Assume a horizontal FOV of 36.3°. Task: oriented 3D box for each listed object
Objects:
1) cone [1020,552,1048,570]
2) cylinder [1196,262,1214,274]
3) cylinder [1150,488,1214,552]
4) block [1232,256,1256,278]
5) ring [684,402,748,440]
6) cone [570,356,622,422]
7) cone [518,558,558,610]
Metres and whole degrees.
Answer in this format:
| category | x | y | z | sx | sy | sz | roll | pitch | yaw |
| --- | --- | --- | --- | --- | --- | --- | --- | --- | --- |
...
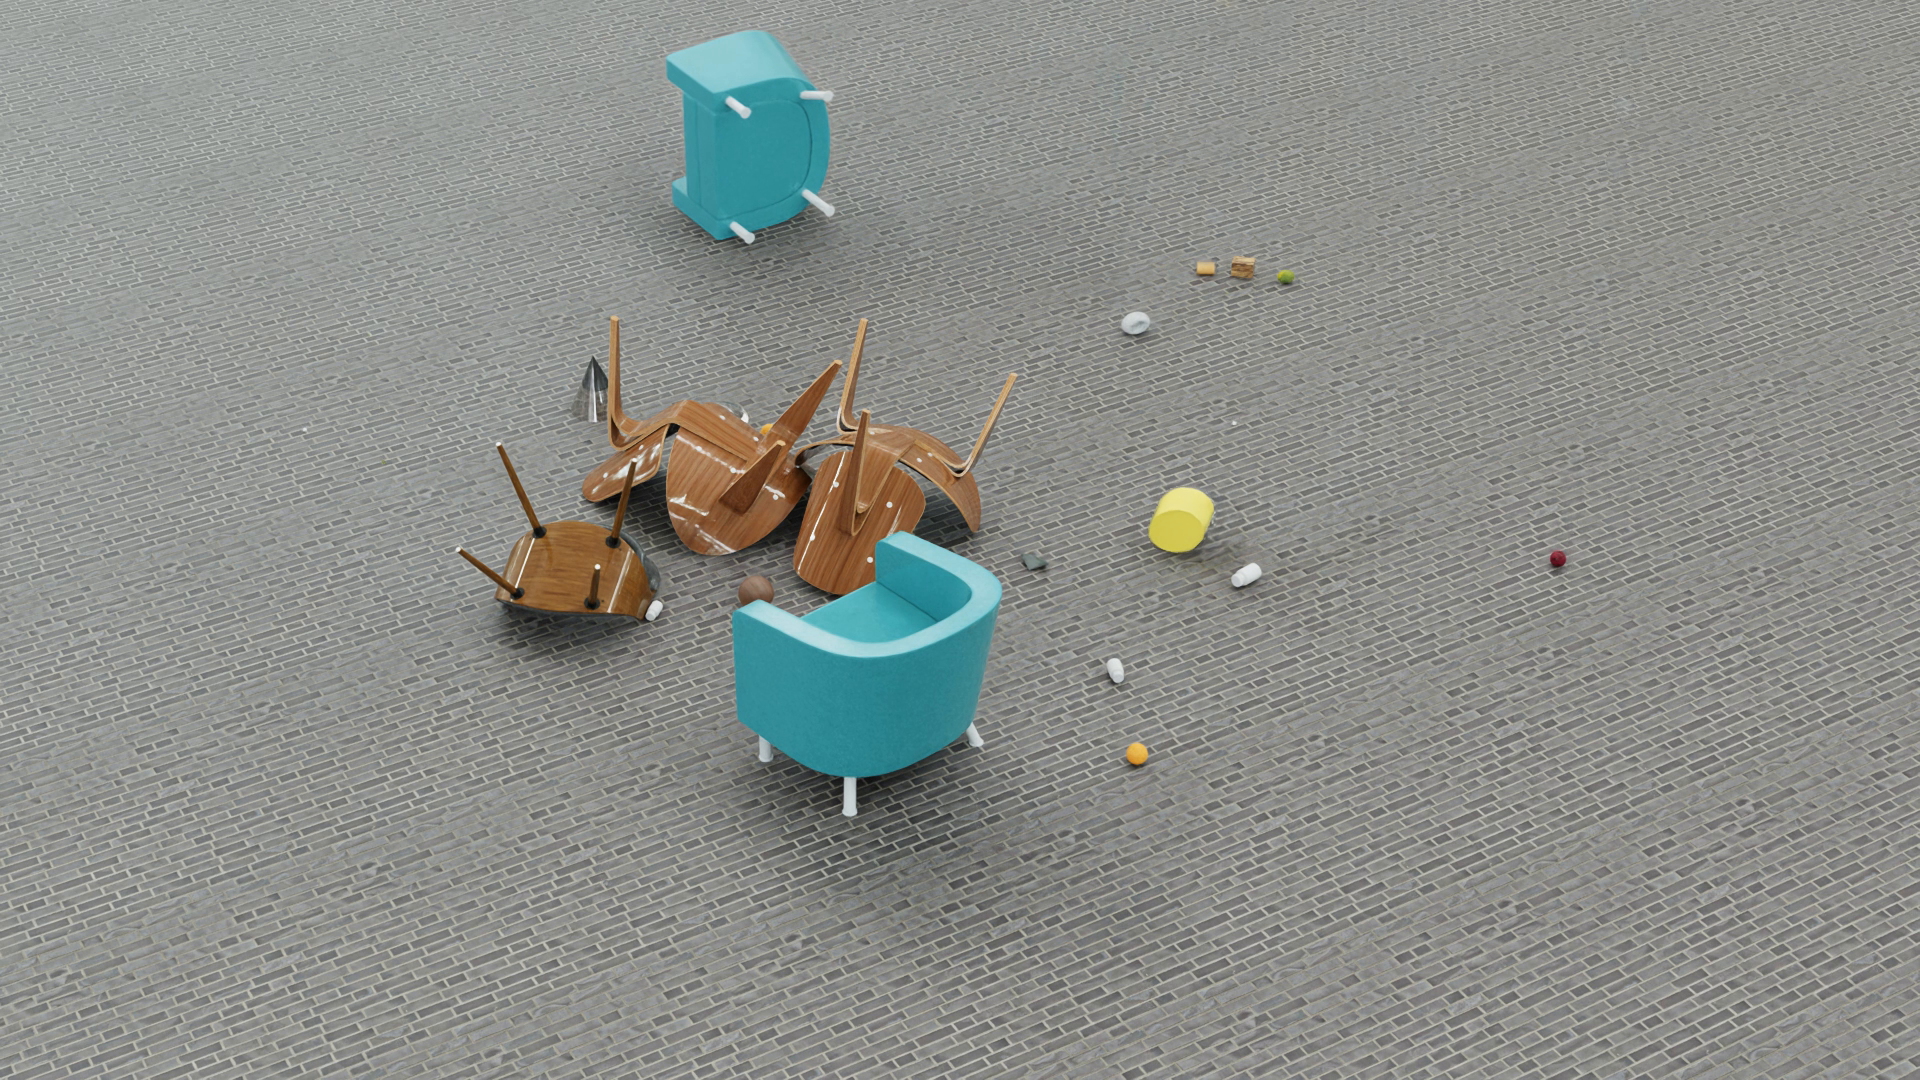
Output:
| category | x | y | z | sx | sy | sz | roll | pitch | yaw |
| --- | --- | --- | --- | --- | --- | --- | --- | --- | --- |
| cone | 0.264 | 0.090 | 10.783 | 0.121 | 0.062 | 0.050 | 19 | 69 | 24 |
| cylinder | 1.063 | -1.175 | 12.684 | 0.075 | 0.047 | 0.061 | 3 | 47 | 2 |
| cylinder | 0.823 | -0.073 | 10.883 | 0.213 | 0.181 | 0.160 | -18 | 24 | 29 |
| block | 1.225 | -1.180 | 12.676 | 0.092 | 0.064 | 0.063 | 8 | 34 | 13 |
| ring | -0.965 | -0.476 | 11.621 | 0.256 | 0.051 | 0.250 | -24 | 41 | -31 |
| cone | -1.457 | -0.636 | 11.696 | 0.206 | 0.235 | 0.250 | 4 | 34 | 6 |
| cone | -1.530 | 0.134 | 10.573 | 0.157 | 0.185 | 0.133 | 23 | 40 | 30 |
